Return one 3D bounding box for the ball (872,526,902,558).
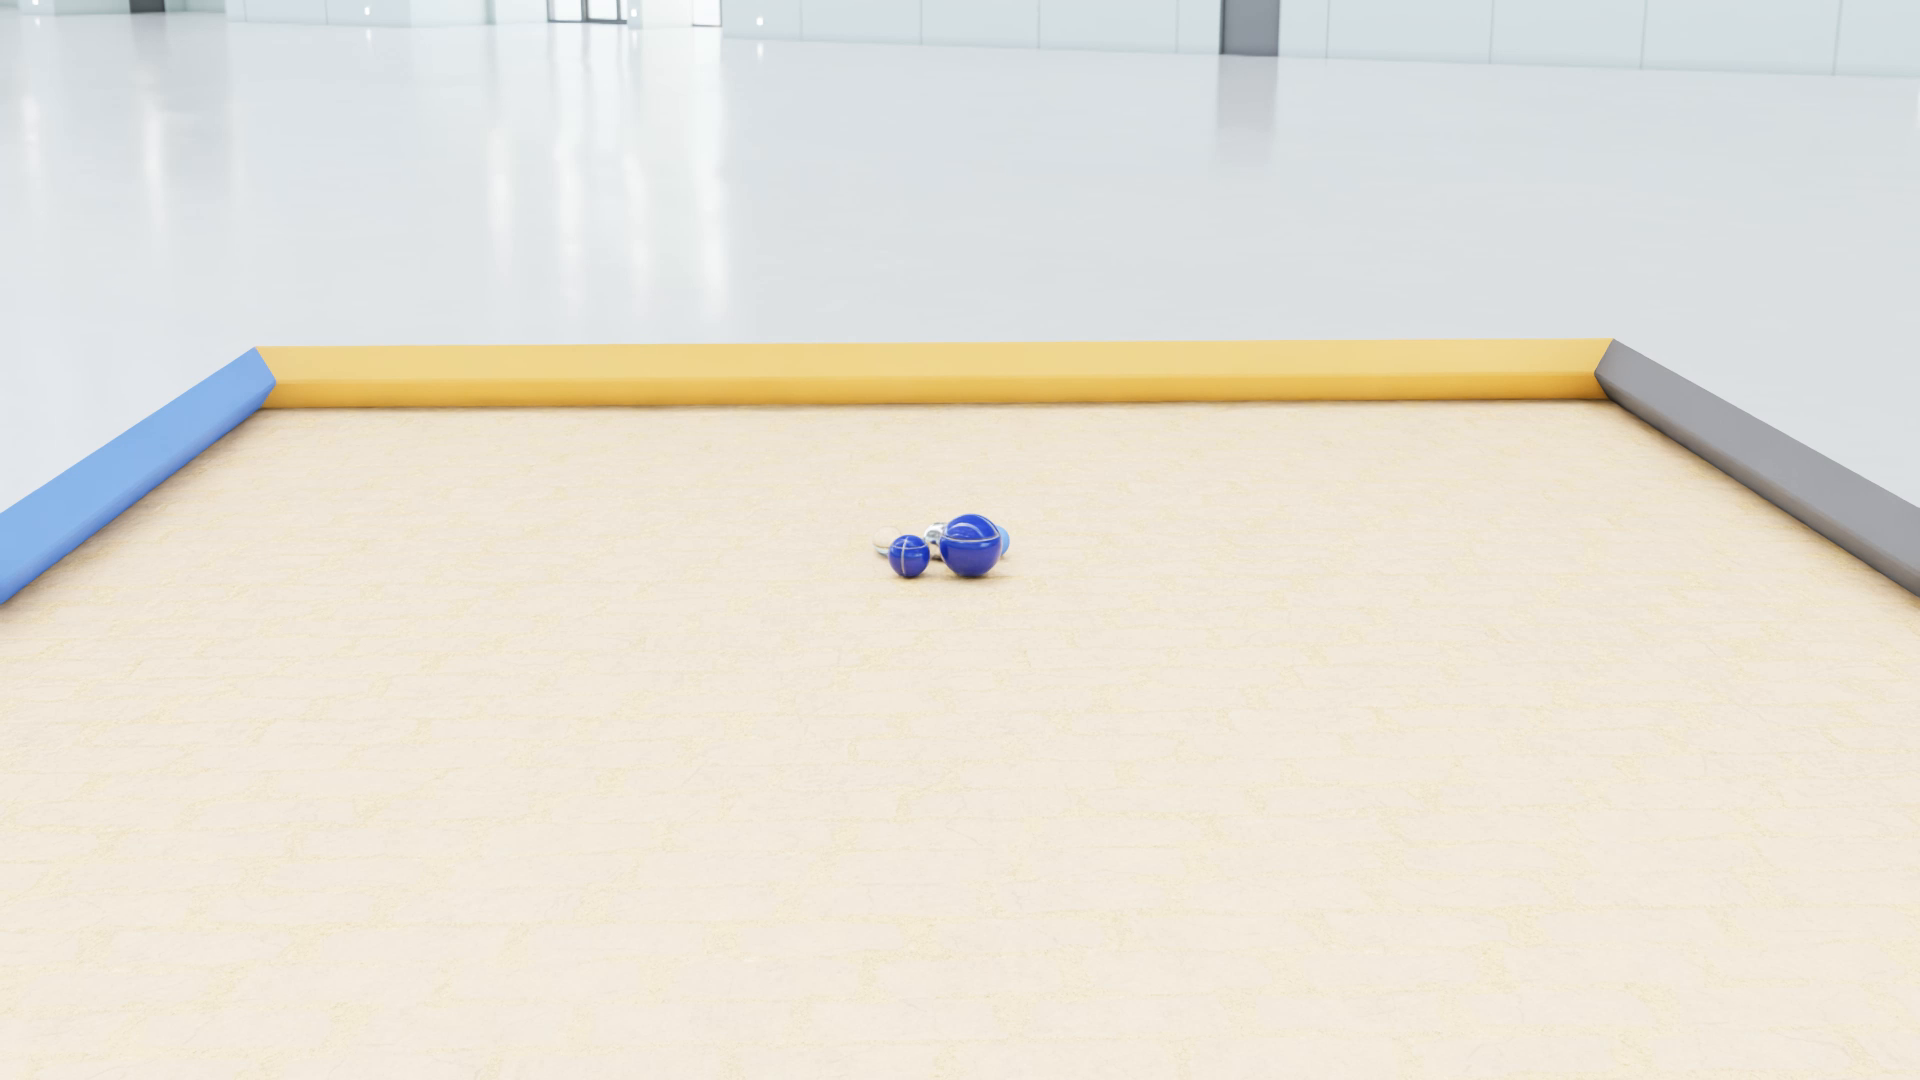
[{"bbox_3d":[-0.094,0.002,2.898,0.041,0.041,0.041,0,15,0],"label":"ball"}]

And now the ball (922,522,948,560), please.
[{"bbox_3d":[-0.025,0.001,2.887,0.049,0.049,0.049,0,15,0],"label":"ball"}]

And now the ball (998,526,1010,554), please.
[{"bbox_3d":[0.044,0.001,2.896,0.043,0.043,0.043,0,15,0],"label":"ball"}]

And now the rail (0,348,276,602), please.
[{"bbox_3d":[-1.126,0.251,1.868,0.045,0.106,4.021,-1,15,-2],"label":"rail"}]

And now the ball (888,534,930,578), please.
[{"bbox_3d":[-0.065,0.020,2.806,0.055,0.055,0.055,0,15,0],"label":"ball"}]

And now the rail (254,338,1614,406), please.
[{"bbox_3d":[-0.033,-0.287,3.820,2.368,0.106,0.045,-1,15,-2],"label":"rail"}]

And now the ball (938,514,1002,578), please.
[{"bbox_3d":[0.014,0.007,2.806,0.082,0.082,0.082,0,15,0],"label":"ball"}]

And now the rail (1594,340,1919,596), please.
[{"bbox_3d":[1.193,0.231,1.942,0.045,0.106,4.021,-1,15,-2],"label":"rail"}]
